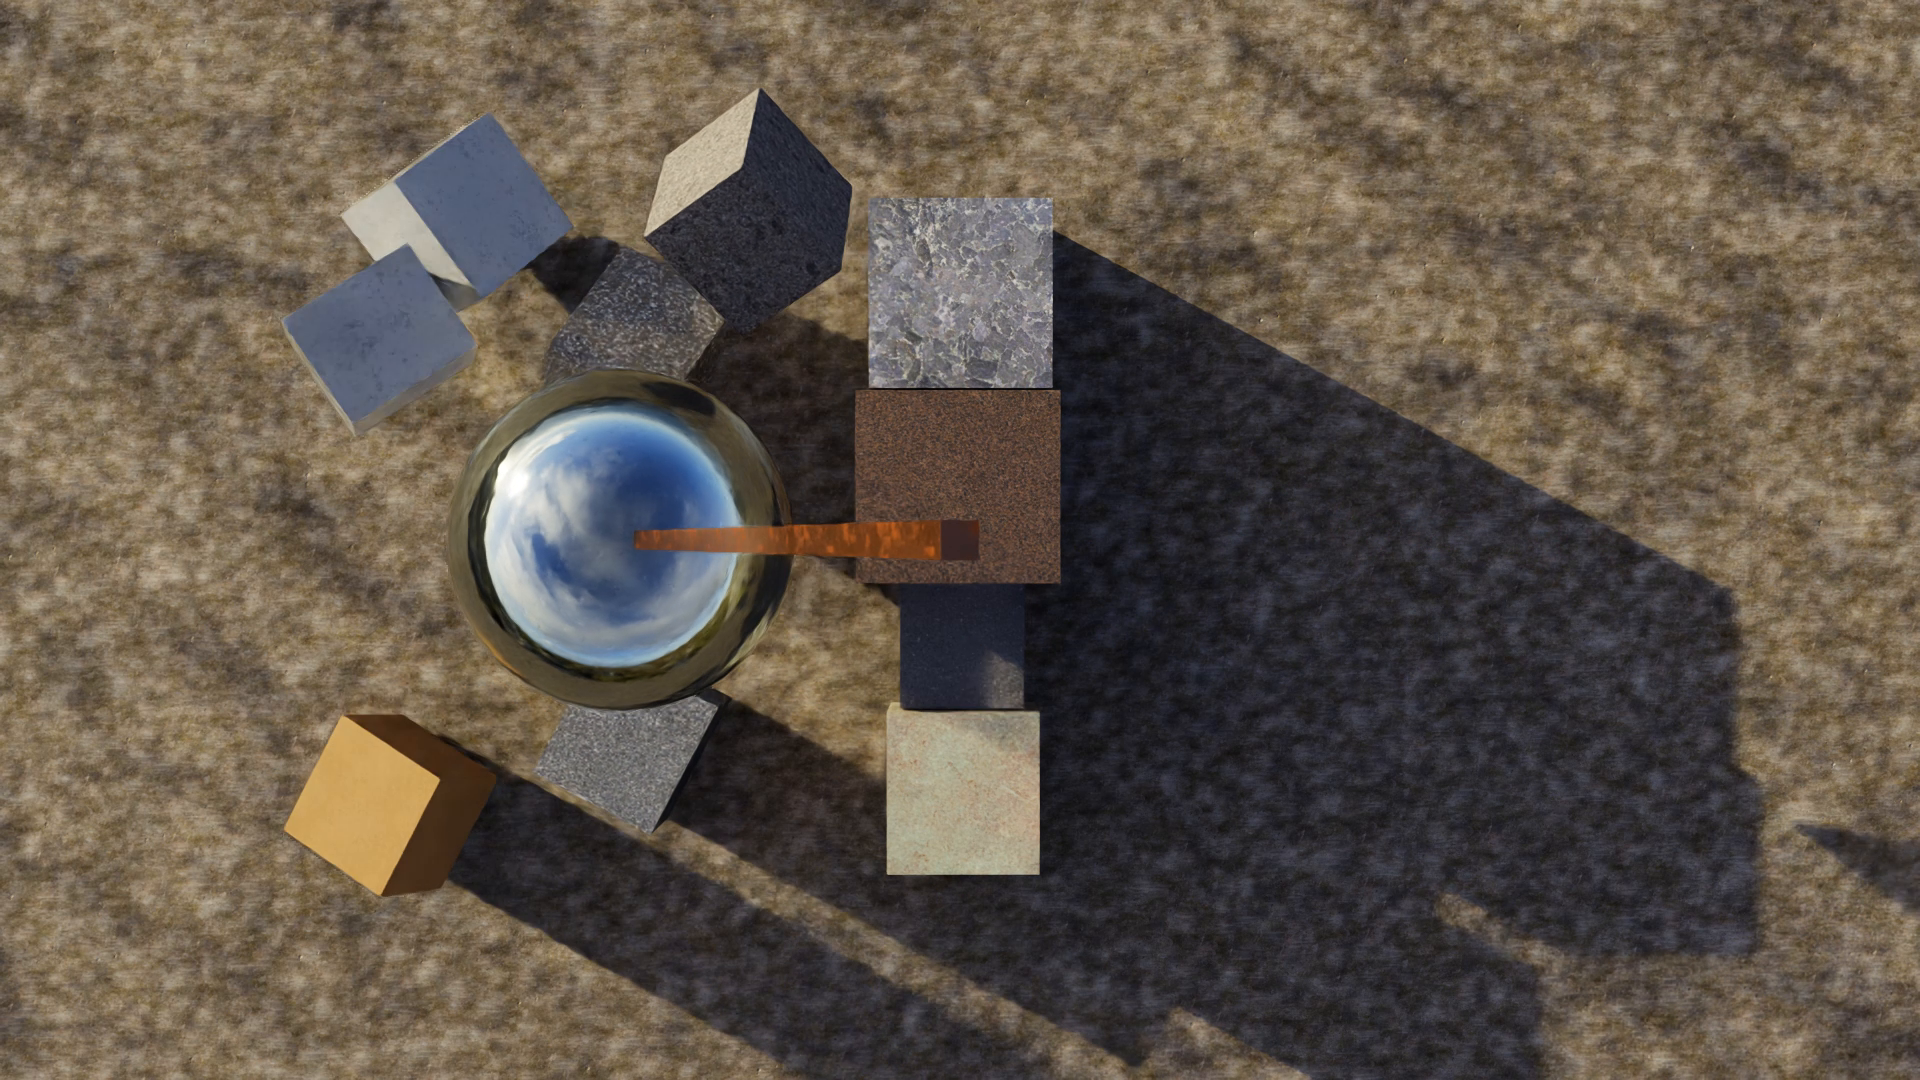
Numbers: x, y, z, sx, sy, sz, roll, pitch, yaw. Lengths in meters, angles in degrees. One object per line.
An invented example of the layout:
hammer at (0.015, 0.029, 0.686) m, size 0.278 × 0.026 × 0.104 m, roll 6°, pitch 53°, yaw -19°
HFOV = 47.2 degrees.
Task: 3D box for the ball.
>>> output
ball at (-1.573, 0.000, 10.255) m, size 1.600 × 1.600 × 1.600 m, roll 0°, pitch 90°, yaw 0°

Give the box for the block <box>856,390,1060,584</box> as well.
block at (-0.012, -0.289, 12.459) m, size 1.113 × 1.082 × 1.047 m, roll 0°, pitch 90°, yaw 0°

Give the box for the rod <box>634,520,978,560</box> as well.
rod at (-0.682, 0.000, 6.974) m, size 0.080 × 5.200 × 0.080 m, roll 0°, pitch 90°, yaw -15°

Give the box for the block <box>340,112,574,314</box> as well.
block at (-2.831, -1.798, 12.397) m, size 0.760 × 0.706 × 0.782 m, roll -47°, pitch 111°, yaw -34°

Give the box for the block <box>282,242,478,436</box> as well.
block at (-3.124, -1.069, 11.865) m, size 0.770 × 0.647 × 0.650 m, roll -35°, pitch 95°, yaw -14°

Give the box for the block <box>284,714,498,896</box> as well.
block at (-3.241, 1.503, 12.558) m, size 0.730 × 0.638 × 0.742 m, roll 29°, pitch 94°, yaw 18°

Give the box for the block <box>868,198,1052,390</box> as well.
block at (0.004, -1.342, 12.471) m, size 0.998 × 1.058 × 1.034 m, roll 0°, pitch 90°, yaw 0°

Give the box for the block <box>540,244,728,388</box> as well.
block at (-1.849, -1.018, 12.477) m, size 0.714 × 0.741 × 0.812 m, roll 30°, pitch 61°, yaw 0°

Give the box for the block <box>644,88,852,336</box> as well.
block at (-1.032, -1.622, 10.871) m, size 0.640 × 0.784 × 0.713 m, roll -31°, pitch 122°, yaw 24°

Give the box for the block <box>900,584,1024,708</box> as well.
block at (0.014, 0.596, 12.683) m, size 0.698 × 0.634 × 0.708 m, roll 0°, pitch 90°, yaw 0°

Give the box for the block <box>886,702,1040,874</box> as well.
block at (0.018, 1.409, 12.612) m, size 0.850 × 0.776 × 0.899 m, roll 0°, pitch 90°, yaw 0°

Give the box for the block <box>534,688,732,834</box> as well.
block at (-1.868, 1.116, 12.638) m, size 0.747 × 0.723 × 0.807 m, roll 28°, pitch 90°, yaw 0°
